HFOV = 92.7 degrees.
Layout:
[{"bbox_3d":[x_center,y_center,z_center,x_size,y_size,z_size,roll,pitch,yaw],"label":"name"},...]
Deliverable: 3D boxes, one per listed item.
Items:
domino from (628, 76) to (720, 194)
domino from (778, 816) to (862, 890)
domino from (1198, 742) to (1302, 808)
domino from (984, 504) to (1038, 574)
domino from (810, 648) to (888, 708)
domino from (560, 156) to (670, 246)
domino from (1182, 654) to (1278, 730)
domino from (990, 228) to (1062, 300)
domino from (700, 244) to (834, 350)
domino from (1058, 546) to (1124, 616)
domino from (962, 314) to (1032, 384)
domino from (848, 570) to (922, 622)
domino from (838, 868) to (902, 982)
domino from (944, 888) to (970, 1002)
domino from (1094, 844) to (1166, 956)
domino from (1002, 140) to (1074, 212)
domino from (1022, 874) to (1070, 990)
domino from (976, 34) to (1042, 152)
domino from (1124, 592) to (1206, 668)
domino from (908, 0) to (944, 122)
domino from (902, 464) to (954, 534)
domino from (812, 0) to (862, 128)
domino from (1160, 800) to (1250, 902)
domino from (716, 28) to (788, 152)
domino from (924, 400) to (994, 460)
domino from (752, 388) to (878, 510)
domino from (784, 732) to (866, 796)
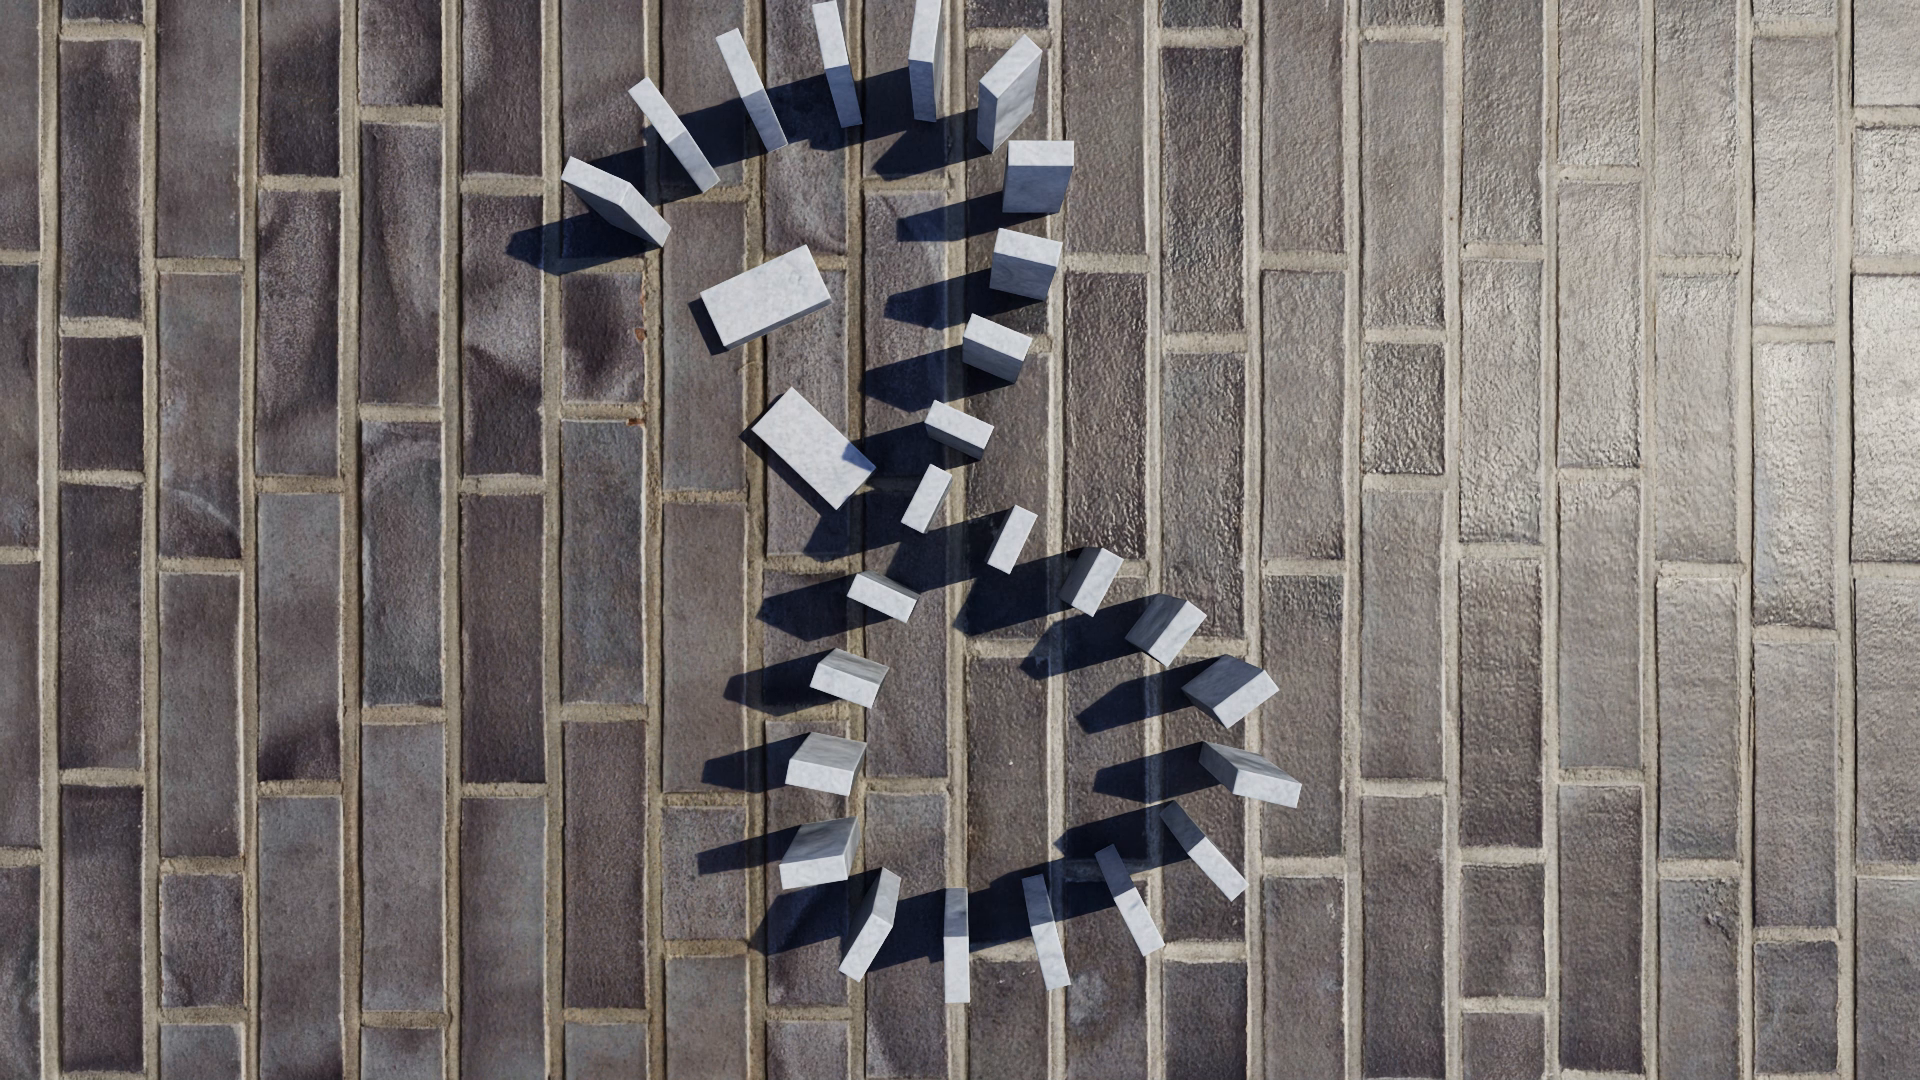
[{"bbox_3d":[-0.116,-0.164,0.375,0.009,0.050,0.025,-36,90,0],"label":"domino"},{"bbox_3d":[-0.056,0.127,0.375,0.025,0.050,0.009,-9,90,0],"label":"domino"},{"bbox_3d":[0.117,0.095,0.375,0.025,0.050,0.009,13,90,0],"label":"domino"},{"bbox_3d":[0.020,0.000,0.375,0.009,0.050,0.025,26,90,0],"label":"domino"},{"bbox_3d":[-0.044,0.056,0.375,0.025,0.050,0.010,20,90,0],"label":"domino"},{"bbox_3d":[-0.139,-0.137,0.375,0.025,0.050,0.009,24,90,0],"label":"domino"},{"bbox_3d":[0.109,0.061,0.375,0.025,0.050,0.010,-37,90,0],"label":"domino"},{"bbox_3d":[0.026,-0.112,0.375,0.025,0.050,0.010,13,90,0],"label":"domino"},{"bbox_3d":[-0.083,-0.104,0.395,0.050,0.010,0.025,-25,90,0],"label":"domino"},{"bbox_3d":[0.053,0.016,0.375,0.010,0.050,0.025,28,90,0],"label":"domino"},{"bbox_3d":[0.014,-0.077,0.375,0.025,0.050,0.010,23,90,0],"label":"domino"},{"bbox_3d":[-0.030,0.022,0.375,0.025,0.050,0.010,25,90,0],"label":"domino"},{"bbox_3d":[-0.036,0.156,0.375,0.009,0.050,0.025,31,90,0],"label":"domino"},{"bbox_3d":[-0.001,0.164,0.375,0.009,0.050,0.025,-1,90,0],"label":"domino"},{"bbox_3d":[0.068,0.146,0.375,0.010,0.050,0.025,-27,90,0],"label":"domino"},{"bbox_3d":[0.031,-0.148,0.375,0.025,0.050,0.010,0,90,0],"label":"domino"},{"bbox_3d":[0.035,0.159,0.375,0.010,0.050,0.025,-15,90,0],"label":"domino"},{"bbox_3d":[0.019,-0.181,0.375,0.010,0.050,0.025,44,90,0],"label":"domino"},{"bbox_3d":[0.083,0.036,0.375,0.009,0.050,0.025,38,90,0],"label":"domino"},{"bbox_3d":[-0.013,-0.195,0.375,0.009,0.050,0.025,8,90,0],"label":"domino"},{"bbox_3d":[-0.013,-0.016,0.375,0.010,0.050,0.025,27,90,0],"label":"domino"},{"bbox_3d":[-0.050,-0.193,0.375,0.009,0.050,0.025,-11,90,0],"label":"domino"},{"bbox_3d":[0.099,0.126,0.375,0.010,0.050,0.025,-43,90,0],"label":"domino"},{"bbox_3d":[-0.084,-0.182,0.375,0.010,0.050,0.025,-24,90,0],"label":"domino"},{"bbox_3d":[0.000,-0.044,0.375,0.025,0.050,0.010,24,90,0],"label":"domino"},{"bbox_3d":[-0.062,-0.039,0.395,0.050,0.009,0.025,44,90,0],"label":"domino"},{"bbox_3d":[-0.054,0.091,0.375,0.025,0.050,0.010,11,90,0],"label":"domino"}]
